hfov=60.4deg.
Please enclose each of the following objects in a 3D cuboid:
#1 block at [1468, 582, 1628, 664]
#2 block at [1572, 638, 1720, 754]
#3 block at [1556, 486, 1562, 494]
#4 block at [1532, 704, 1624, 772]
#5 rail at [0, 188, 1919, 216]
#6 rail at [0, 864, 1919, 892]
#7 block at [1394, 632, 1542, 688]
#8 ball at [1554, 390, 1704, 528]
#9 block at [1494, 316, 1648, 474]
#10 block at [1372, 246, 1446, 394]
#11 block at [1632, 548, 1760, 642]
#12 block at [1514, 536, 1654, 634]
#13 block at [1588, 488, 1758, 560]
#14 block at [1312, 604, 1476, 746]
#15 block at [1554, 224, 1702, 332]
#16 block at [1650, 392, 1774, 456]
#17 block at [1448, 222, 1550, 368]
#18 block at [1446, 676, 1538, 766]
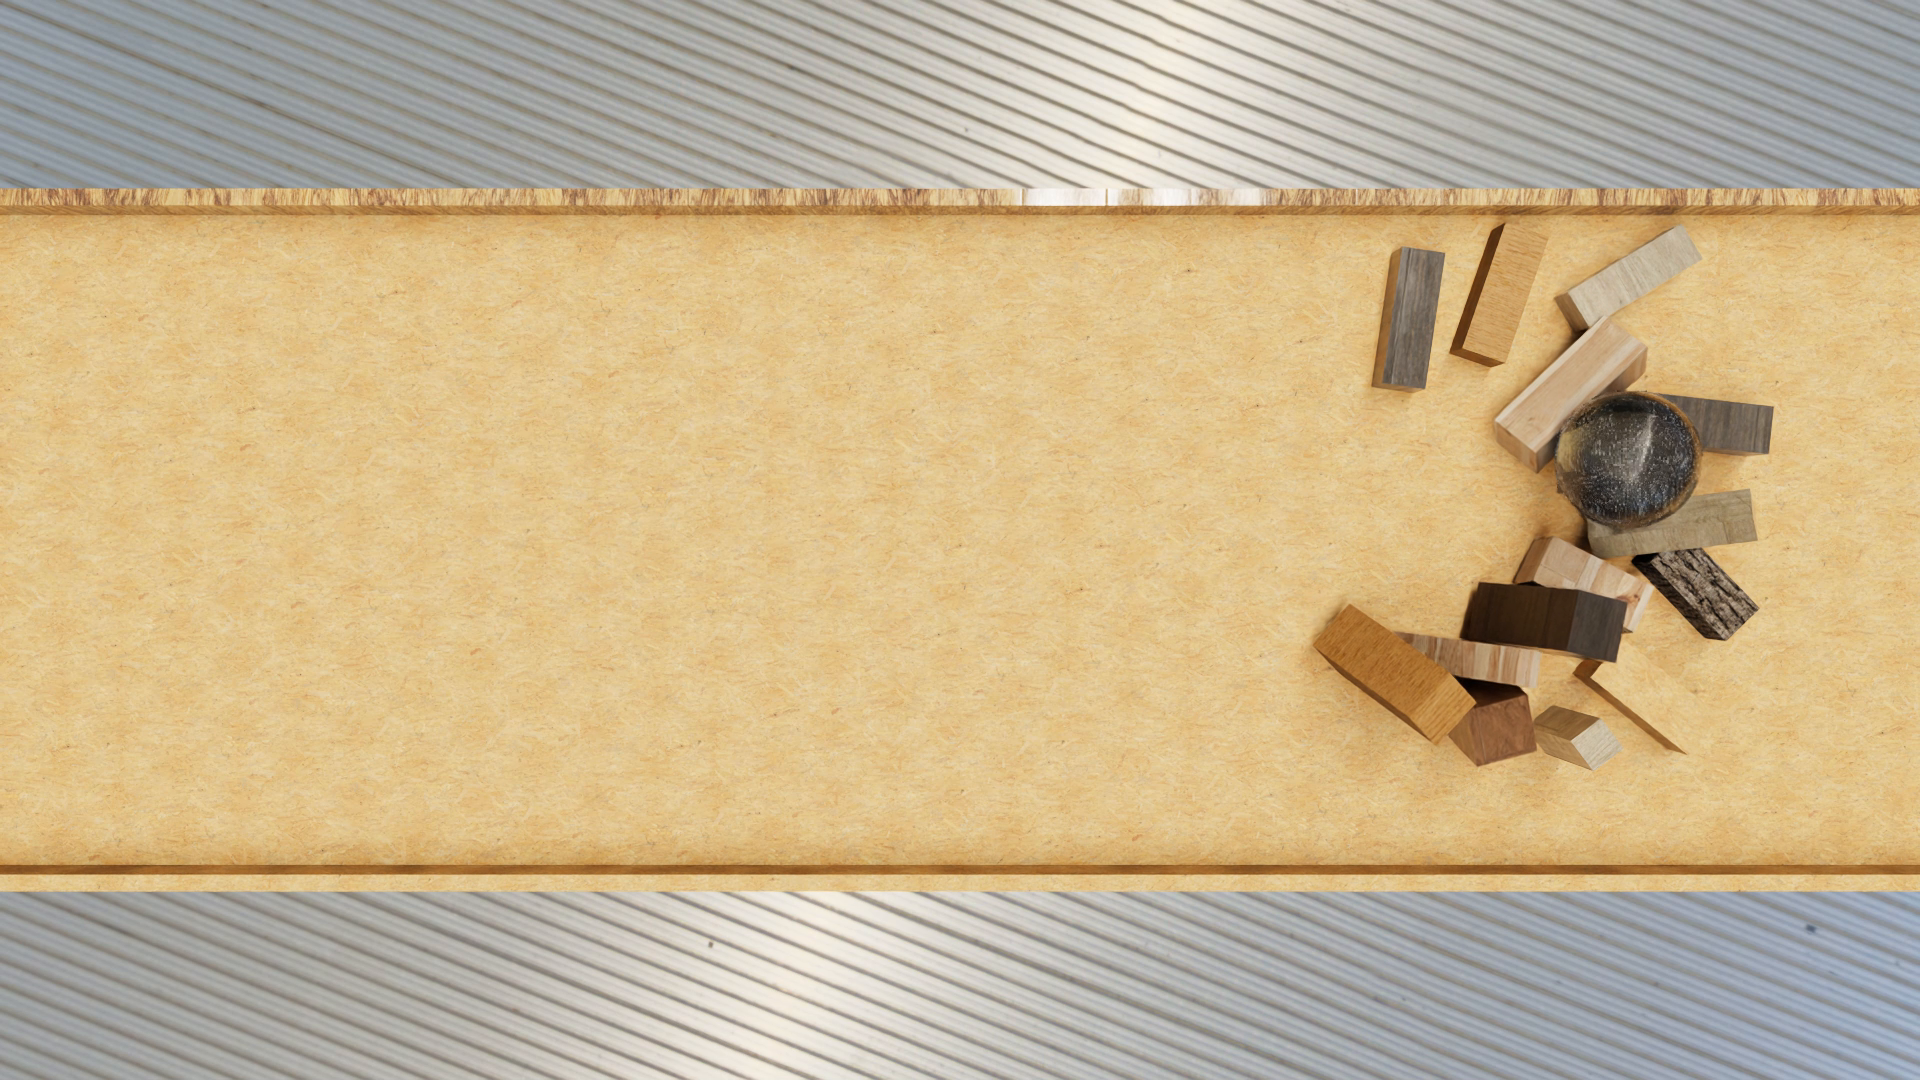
[{"bbox_3d":[1.715,0.238,4.837,0.176,0.438,0.176,13,87,-20],"label":"block"},{"bbox_3d":[2.076,0.468,5.001,0.373,0.151,0.151,38,90,0],"label":"block"},{"bbox_3d":[1.996,-0.165,5.019,0.302,0.114,0.114,13,90,0],"label":"block"},{"bbox_3d":[1.814,0.583,4.885,0.108,0.383,0.108,-37,90,0],"label":"block"},{"bbox_3d":[-2.247,-1.025,5.002,12.000,0.150,0.050,0,90,0],"label":"rail"},{"bbox_3d":[-2.247,1.025,5.001,12.000,0.150,0.050,0,90,0],"label":"rail"},{"bbox_3d":[1.485,0.350,4.869,0.106,0.439,0.106,9,88,-38],"label":"block"},{"bbox_3d":[1.928,-0.231,4.763,0.399,0.399,0.399,0,90,0],"label":"ball"},{"bbox_3d":[1.837,-0.436,4.965,0.454,0.164,0.164,-43,62,0],"label":"block"},{"bbox_3d":[1.361,-0.666,5.011,0.131,0.131,0.414,8,90,0],"label":"block"},{"bbox_3d":[2.230,0.136,5.006,0.142,0.142,0.328,-44,90,0],"label":"block"},{"bbox_3d":[1.886,0.138,4.992,0.340,0.152,0.152,27,83,0],"label":"block"},{"bbox_3d":[2.113,-0.045,4.901,0.450,0.110,0.110,-8,49,29],"label":"block"},{"bbox_3d":[1.267,0.390,4.838,0.170,0.460,0.170,-48,124,1],"label":"block"},{"bbox_3d":[2.028,-0.795,5.014,0.399,0.125,0.125,-31,90,0],"label":"block"},{"bbox_3d":[2.221,-0.351,5.005,0.415,0.144,0.144,6,90,0],"label":"block"},{"bbox_3d":[1.634,-0.741,5.008,0.137,0.137,0.400,19,90,0],"label":"block"},{"bbox_3d":[1.542,0.503,4.888,0.180,0.341,0.180,-15,105,0],"label":"block"}]
